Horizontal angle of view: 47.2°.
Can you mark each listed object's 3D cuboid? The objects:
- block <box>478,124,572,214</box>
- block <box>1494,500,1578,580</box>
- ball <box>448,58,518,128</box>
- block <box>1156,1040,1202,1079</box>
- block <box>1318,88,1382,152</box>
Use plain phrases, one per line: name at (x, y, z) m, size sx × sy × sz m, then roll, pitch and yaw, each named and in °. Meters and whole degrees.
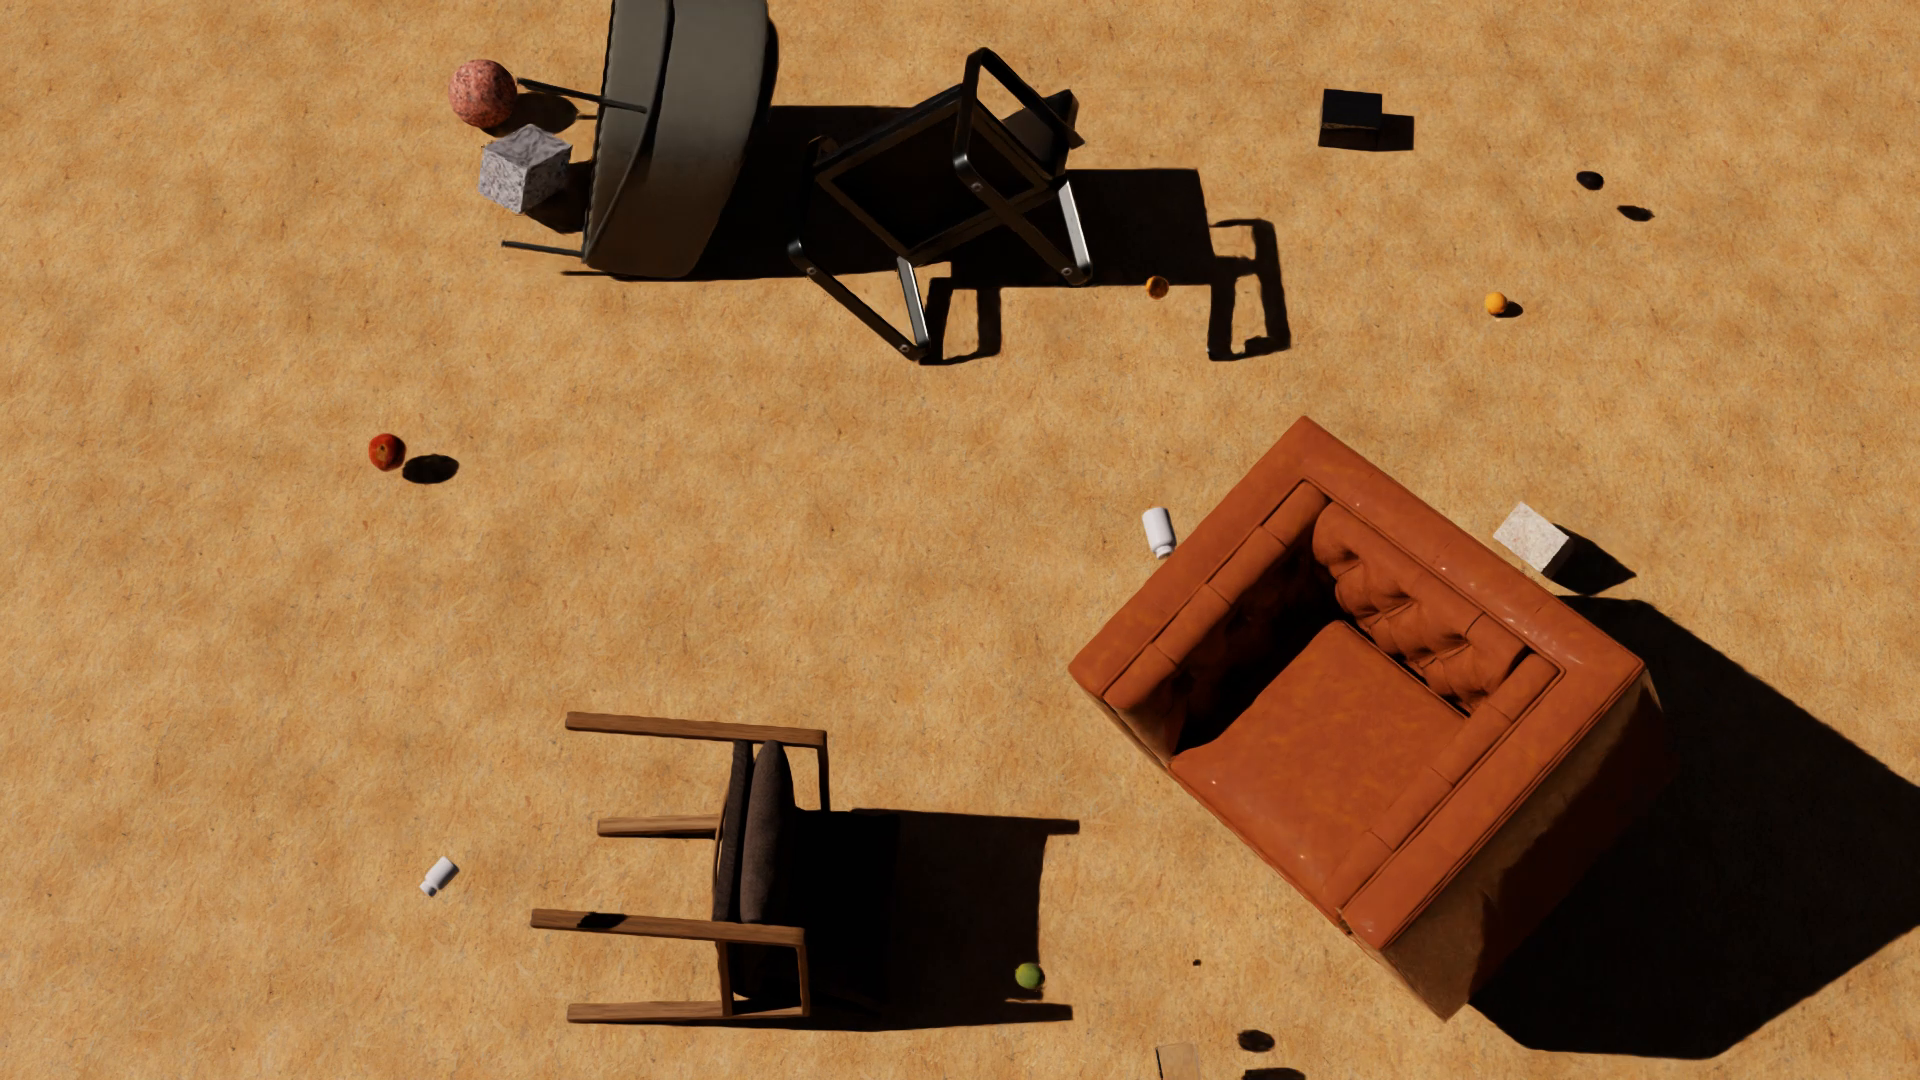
block at (-1.428, -1.220, 7.220) m, size 0.172 × 0.168 × 0.252 m, roll 29°, pitch 38°, yaw 13°
block at (1.684, 0.002, 6.434) m, size 0.174 × 0.191 × 0.130 m, roll 41°, pitch 99°, yaw 22°
ball at (-1.617, -1.513, 7.450) m, size 0.230 × 0.230 × 0.230 m, roll 0°, pitch 56°, yaw 0°
block at (0.543, 1.306, 5.434) m, size 0.093 × 0.051 × 0.120 m, roll -11°, pitch 83°, yaw 13°
block at (1.323, -1.424, 7.461) m, size 0.197 × 0.114 × 0.161 m, roll 6°, pitch 56°, yaw 4°
